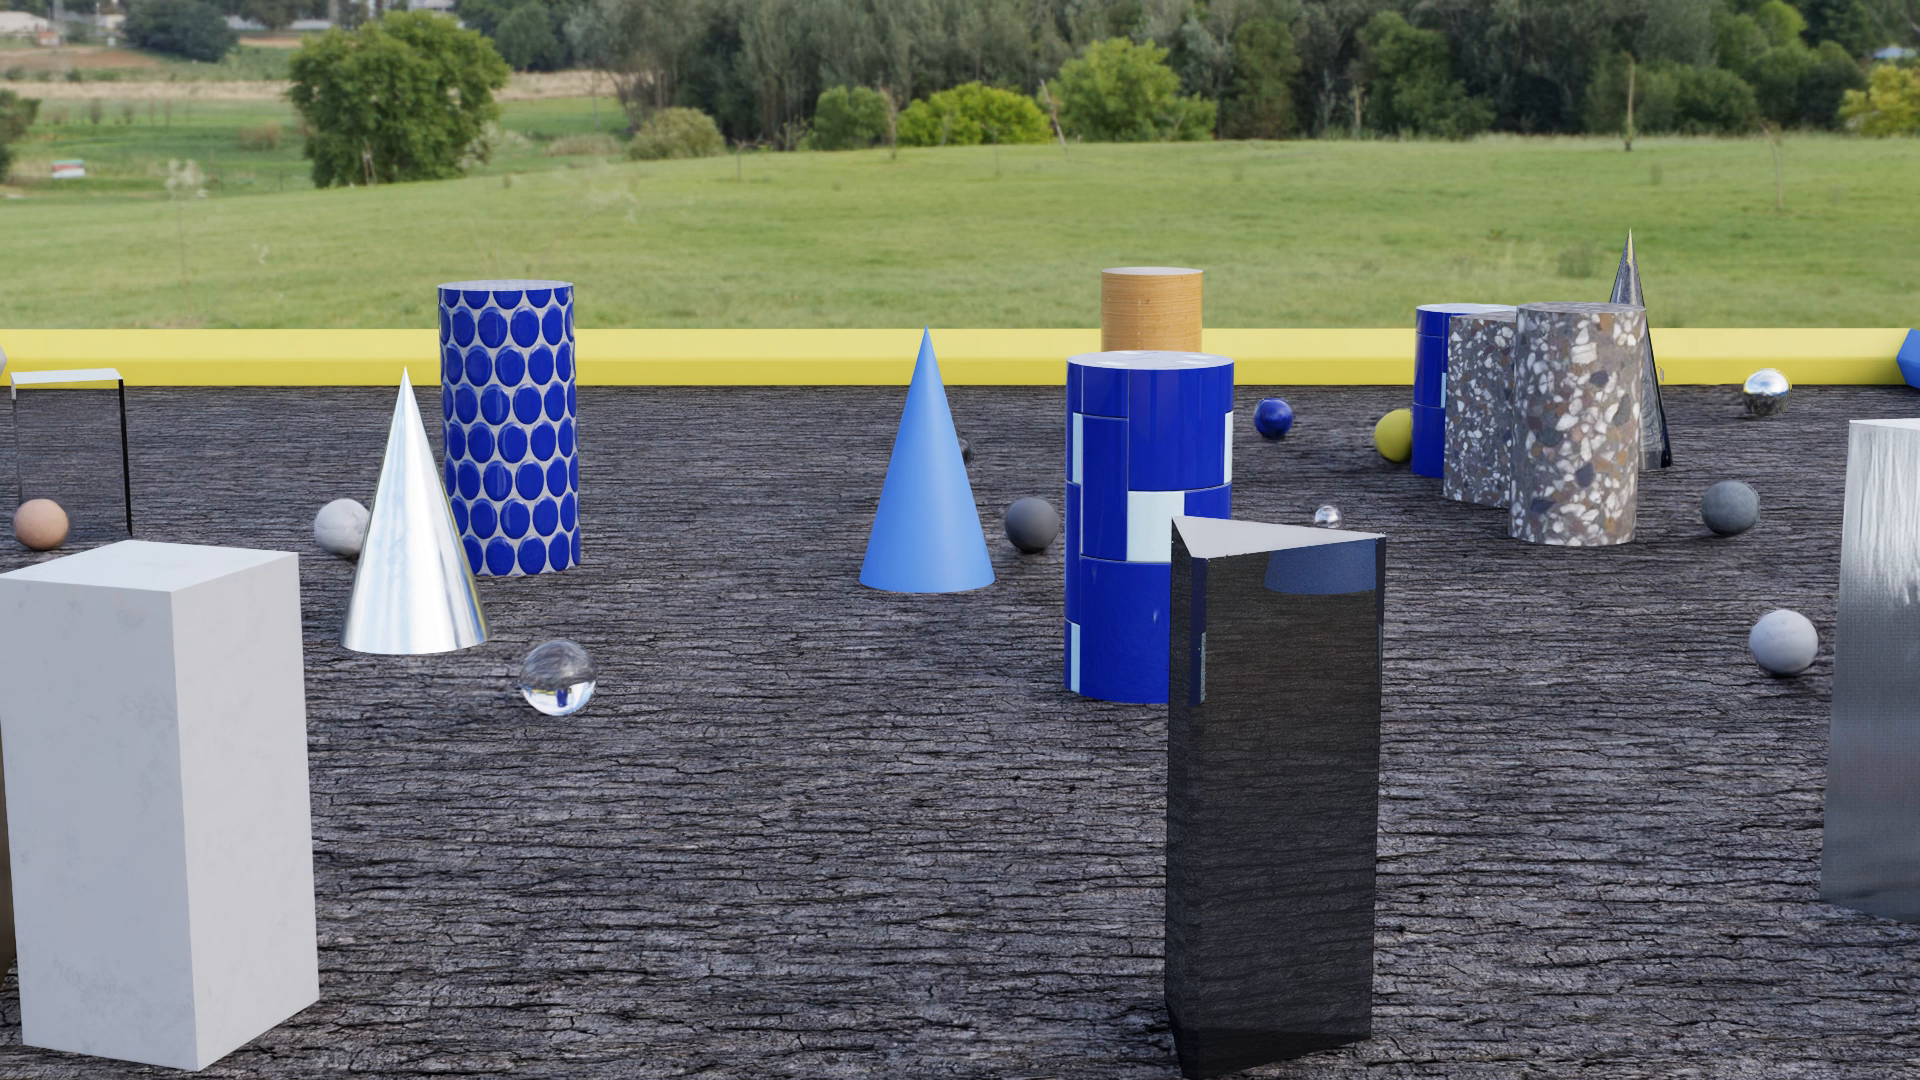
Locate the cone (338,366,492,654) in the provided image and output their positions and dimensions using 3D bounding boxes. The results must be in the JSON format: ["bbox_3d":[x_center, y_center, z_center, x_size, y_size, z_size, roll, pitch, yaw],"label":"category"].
[{"bbox_3d":[-0.701,-0.048,3.273,0.195,0.351,0.195,0,11,0],"label":"cone"}]

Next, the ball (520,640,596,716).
[{"bbox_3d":[-0.455,0.156,2.903,0.085,0.085,0.085,0,11,0],"label":"ball"}]

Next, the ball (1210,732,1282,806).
[{"bbox_3d":[0.285,0.228,2.552,0.072,0.072,0.072,0,11,0],"label":"ball"}]

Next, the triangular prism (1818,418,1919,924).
[{"bbox_3d":[0.870,0.110,2.217,0.147,0.426,0.169,-9,14,-41],"label":"triangular prism"}]

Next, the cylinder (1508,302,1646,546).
[{"bbox_3d":[0.959,-0.184,3.994,0.195,0.357,0.195,0,11,0],"label":"cylinder"}]

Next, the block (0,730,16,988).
[{"bbox_3d":[-0.848,0.241,2.034,0.156,0.236,0.156,-2,11,-12],"label":"block"}]

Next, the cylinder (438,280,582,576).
[{"bbox_3d":[-0.660,-0.168,3.761,0.195,0.410,0.195,0,11,0],"label":"cylinder"}]

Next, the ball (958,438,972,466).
[{"bbox_3d":[-0.009,-0.158,4.666,0.059,0.059,0.059,0,11,0],"label":"ball"}]

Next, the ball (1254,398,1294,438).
[{"bbox_3d":[0.617,-0.239,5.054,0.078,0.078,0.078,0,11,0],"label":"ball"}]

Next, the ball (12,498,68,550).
[{"bbox_3d":[-1.393,-0.023,3.887,0.079,0.079,0.079,0,11,0],"label":"ball"}]

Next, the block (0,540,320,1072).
[{"bbox_3d":[-0.605,0.195,1.944,0.156,0.359,0.156,4,11,19],"label":"block"}]

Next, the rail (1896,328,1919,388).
[{"bbox_3d":[2.175,0.030,3.461,0.045,0.127,4.970,0,11,0],"label":"rail"}]

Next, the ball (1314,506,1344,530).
[{"bbox_3d":[0.577,-0.031,4.018,0.046,0.046,0.046,0,11,0],"label":"ball"}]

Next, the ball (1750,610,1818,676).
[{"bbox_3d":[0.993,0.124,3.092,0.079,0.079,0.079,0,11,0],"label":"ball"}]

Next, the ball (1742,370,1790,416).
[{"bbox_3d":[1.688,-0.307,5.370,0.097,0.097,0.097,0,11,0],"label":"ball"}]

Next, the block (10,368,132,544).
[{"bbox_3d":[-1.387,-0.132,4.005,0.156,0.250,0.156,-4,11,-22],"label":"block"}]

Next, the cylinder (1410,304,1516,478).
[{"bbox_3d":[0.915,-0.269,4.619,0.195,0.296,0.195,0,11,0],"label":"cylinder"}]

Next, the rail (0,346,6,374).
[{"bbox_3d":[-2.175,0.035,3.437,0.045,0.127,4.970,0,11,0],"label":"rail"}]

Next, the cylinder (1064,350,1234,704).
[{"bbox_3d":[0.221,-0.019,3.022,0.195,0.387,0.195,0,11,0],"label":"cylinder"}]

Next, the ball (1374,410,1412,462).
[{"bbox_3d":[0.815,-0.192,4.746,0.097,0.097,0.097,0,11,0],"label":"ball"}]

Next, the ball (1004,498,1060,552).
[{"bbox_3d":[0.108,-0.023,3.876,0.083,0.083,0.083,0,11,0],"label":"ball"}]

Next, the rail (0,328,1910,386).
[{"bbox_3d":[-0.014,-0.416,5.869,4.398,0.127,0.045,0,11,0],"label":"rail"}]

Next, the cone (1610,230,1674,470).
[{"bbox_3d":[1.224,-0.359,4.725,0.195,0.434,0.195,0,11,0],"label":"cone"}]

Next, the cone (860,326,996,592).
[{"bbox_3d":[-0.047,-0.124,3.644,0.195,0.367,0.195,0,11,0],"label":"cone"}]

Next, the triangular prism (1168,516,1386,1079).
[{"bbox_3d":[0.202,0.183,1.932,0.169,0.386,0.147,-6,12,-30],"label":"triangular prism"}]

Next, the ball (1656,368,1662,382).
[{"bbox_3d":[1.577,-0.373,5.860,0.048,0.048,0.048,0,11,0],"label":"ball"}]

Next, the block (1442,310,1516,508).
[{"bbox_3d":[0.932,-0.222,4.327,0.156,0.309,0.156,-9,14,-40],"label":"block"}]

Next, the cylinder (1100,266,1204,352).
[{"bbox_3d":[0.368,-0.351,4.949,0.195,0.336,0.195,0,11,0],"label":"cylinder"}]

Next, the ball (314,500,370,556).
[{"bbox_3d":[-0.922,-0.018,3.841,0.086,0.086,0.086,0,11,0],"label":"ball"}]

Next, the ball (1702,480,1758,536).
[{"bbox_3d":[1.203,-0.049,4.009,0.086,0.086,0.086,0,11,0],"label":"ball"}]
